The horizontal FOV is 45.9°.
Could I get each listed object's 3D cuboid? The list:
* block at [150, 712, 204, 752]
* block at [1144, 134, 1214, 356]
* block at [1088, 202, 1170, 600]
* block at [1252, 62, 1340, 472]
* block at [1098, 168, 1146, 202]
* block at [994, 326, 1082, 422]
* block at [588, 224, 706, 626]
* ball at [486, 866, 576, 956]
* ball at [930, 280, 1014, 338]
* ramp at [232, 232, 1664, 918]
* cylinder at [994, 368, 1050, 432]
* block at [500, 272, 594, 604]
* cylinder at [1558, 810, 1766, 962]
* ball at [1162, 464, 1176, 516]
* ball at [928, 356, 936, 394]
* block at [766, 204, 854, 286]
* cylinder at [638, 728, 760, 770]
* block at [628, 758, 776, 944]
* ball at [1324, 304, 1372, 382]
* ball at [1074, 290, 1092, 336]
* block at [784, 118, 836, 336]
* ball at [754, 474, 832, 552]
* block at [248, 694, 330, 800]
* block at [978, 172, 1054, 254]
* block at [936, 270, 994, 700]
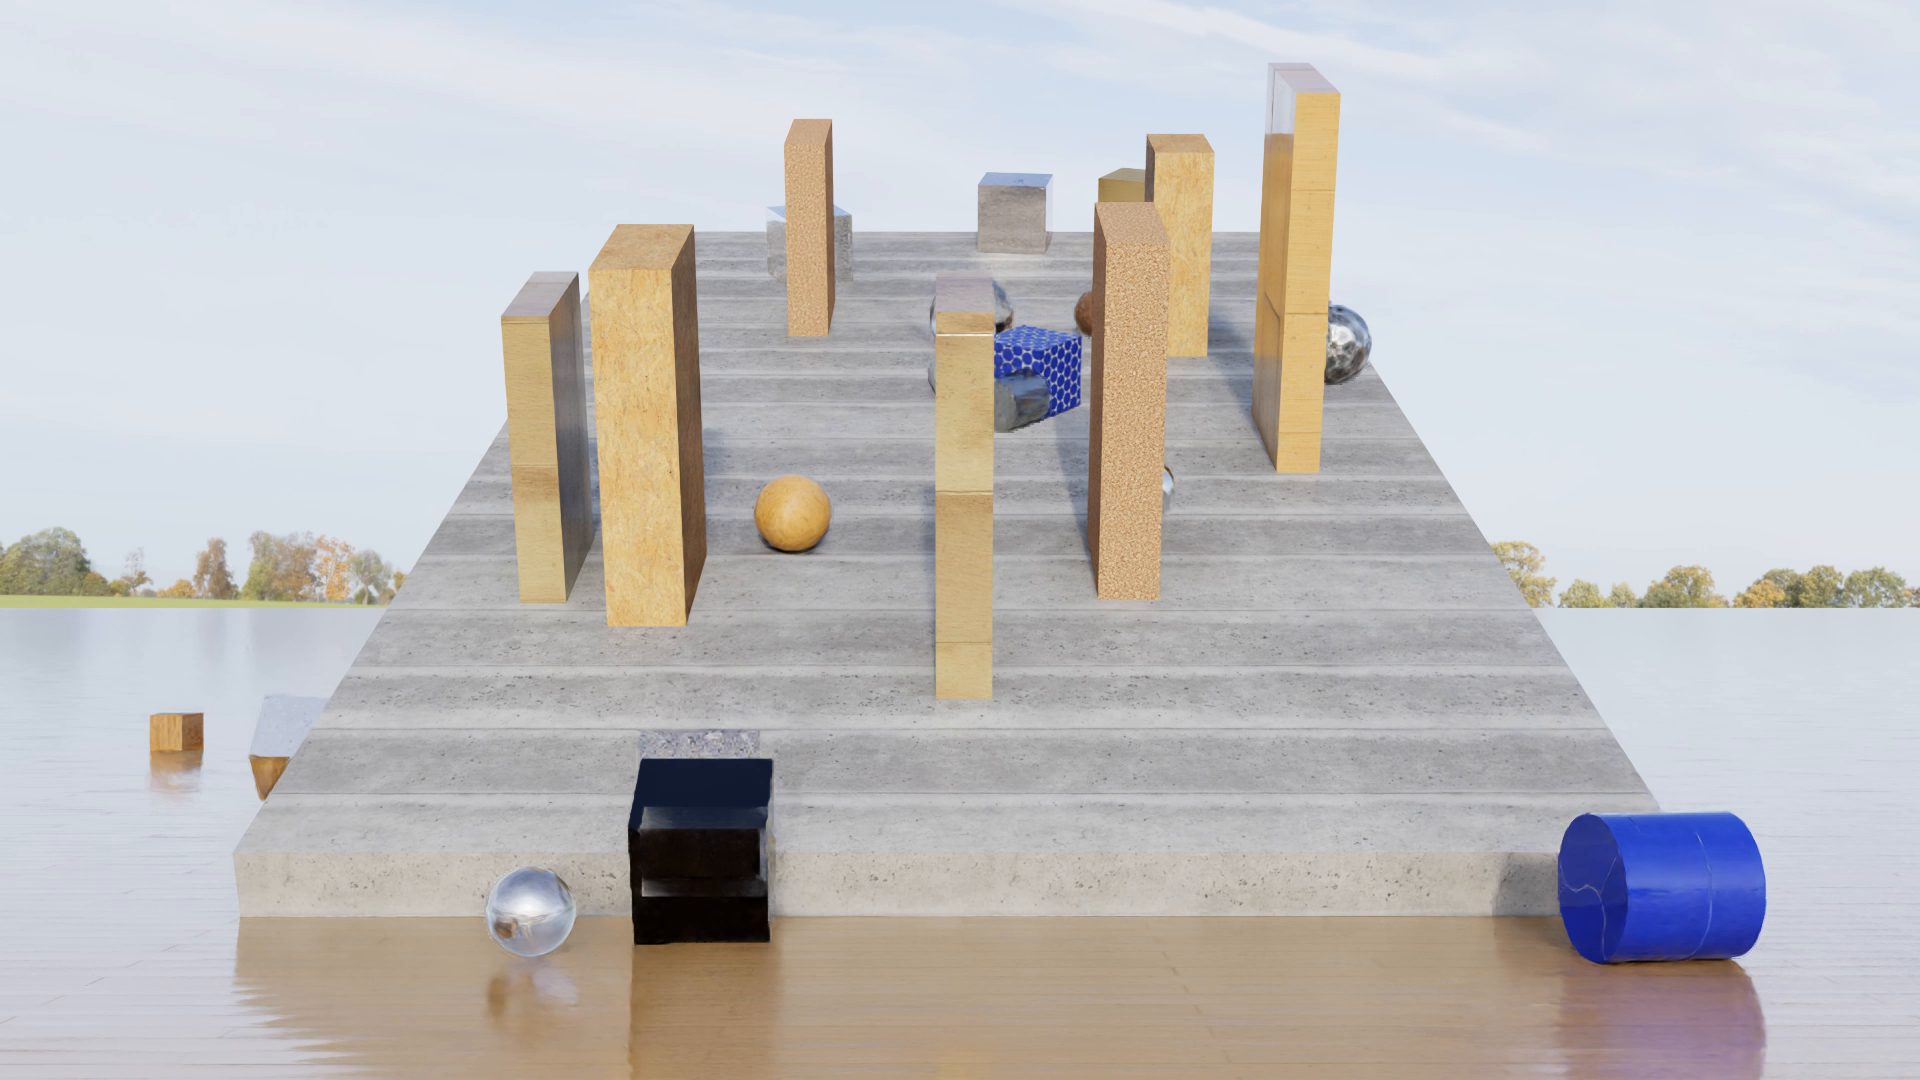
[{"bbox_3d":[-2.309,0.565,6.677,0.107,0.107,0.107,0,-2,14],"label":"block"},{"bbox_3d":[0.532,-0.726,5.566,0.141,0.498,0.261,0,20,0],"label":"block"},{"bbox_3d":[0.298,-0.253,4.053,0.107,0.639,0.342,0,20,0],"label":"block"},{"bbox_3d":[0.697,-0.576,4.741,0.087,0.778,0.419,0,20,0],"label":"block"},{"bbox_3d":[0.534,-0.992,6.750,0.190,0.190,0.190,9,22,24],"label":"block"},{"bbox_3d":[0.159,-0.375,5.089,0.162,0.162,0.162,15,24,35],"label":"block"},{"bbox_3d":[-0.537,-0.205,3.940,0.134,0.623,0.353,0,20,0],"label":"block"},{"bbox_3d":[-0.529,0.458,2.797,0.109,0.109,0.109,0,-2,0],"label":"ball"},{"bbox_3d":[0.028,-0.539,5.478,0.205,0.205,0.205,0,-2,0],"label":"ball"},{"bbox_3d":[-0.005,-0.206,5.007,2.000,0.100,4.000,0,20,0],"label":"ramp"},{"bbox_3d":[0.115,-0.305,4.959,0.118,0.118,0.118,-1,14,42],"label":"cylinder"},{"bbox_3d":[-0.732,-0.188,4.047,0.080,0.518,0.329,0,20,0],"label":"block"},{"bbox_3d":[0.854,0.422,2.768,0.180,0.180,0.180,0,-2,-12],"label":"cylinder"},{"bbox_3d":[0.348,-0.097,4.364,0.135,0.135,0.135,0,-2,0],"label":"ball"},{"bbox_3d":[-0.005,-0.373,5.122,0.135,0.135,0.135,0,-2,0],"label":"ball"},{"bbox_3d":[-0.417,-0.818,6.270,0.187,0.187,0.187,-8,21,-21],"label":"block"},{"bbox_3d":[-0.354,0.341,3.100,0.163,0.163,0.163,-1,-1,-5],"label":"cylinder"},{"bbox_3d":[-0.331,0.401,2.938,0.172,0.172,0.172,0,25,-2],"label":"block"},{"bbox_3d":[0.869,-0.459,5.291,0.183,0.183,0.183,0,-2,0],"label":"ball"},{"bbox_3d":[0.346,-0.568,5.682,0.120,0.120,0.120,0,-2,0],"label":"ball"},{"bbox_3d":[-0.382,-0.804,5.798,0.100,0.483,0.377,0,20,0],"label":"block"},{"bbox_3d":[-0.311,-0.050,4.217,0.143,0.143,0.143,0,-2,0],"label":"ball"},{"bbox_3d":[-1.385,0.440,4.759,0.158,0.158,0.158,4,-42,-3],"label":"block"},{"bbox_3d":[0.163,-0.959,6.646,0.199,0.199,0.199,3,20,8],"label":"block"},{"bbox_3d":[0.006,-0.090,3.613,0.089,0.631,0.266,0,20,0],"label":"block"}]
